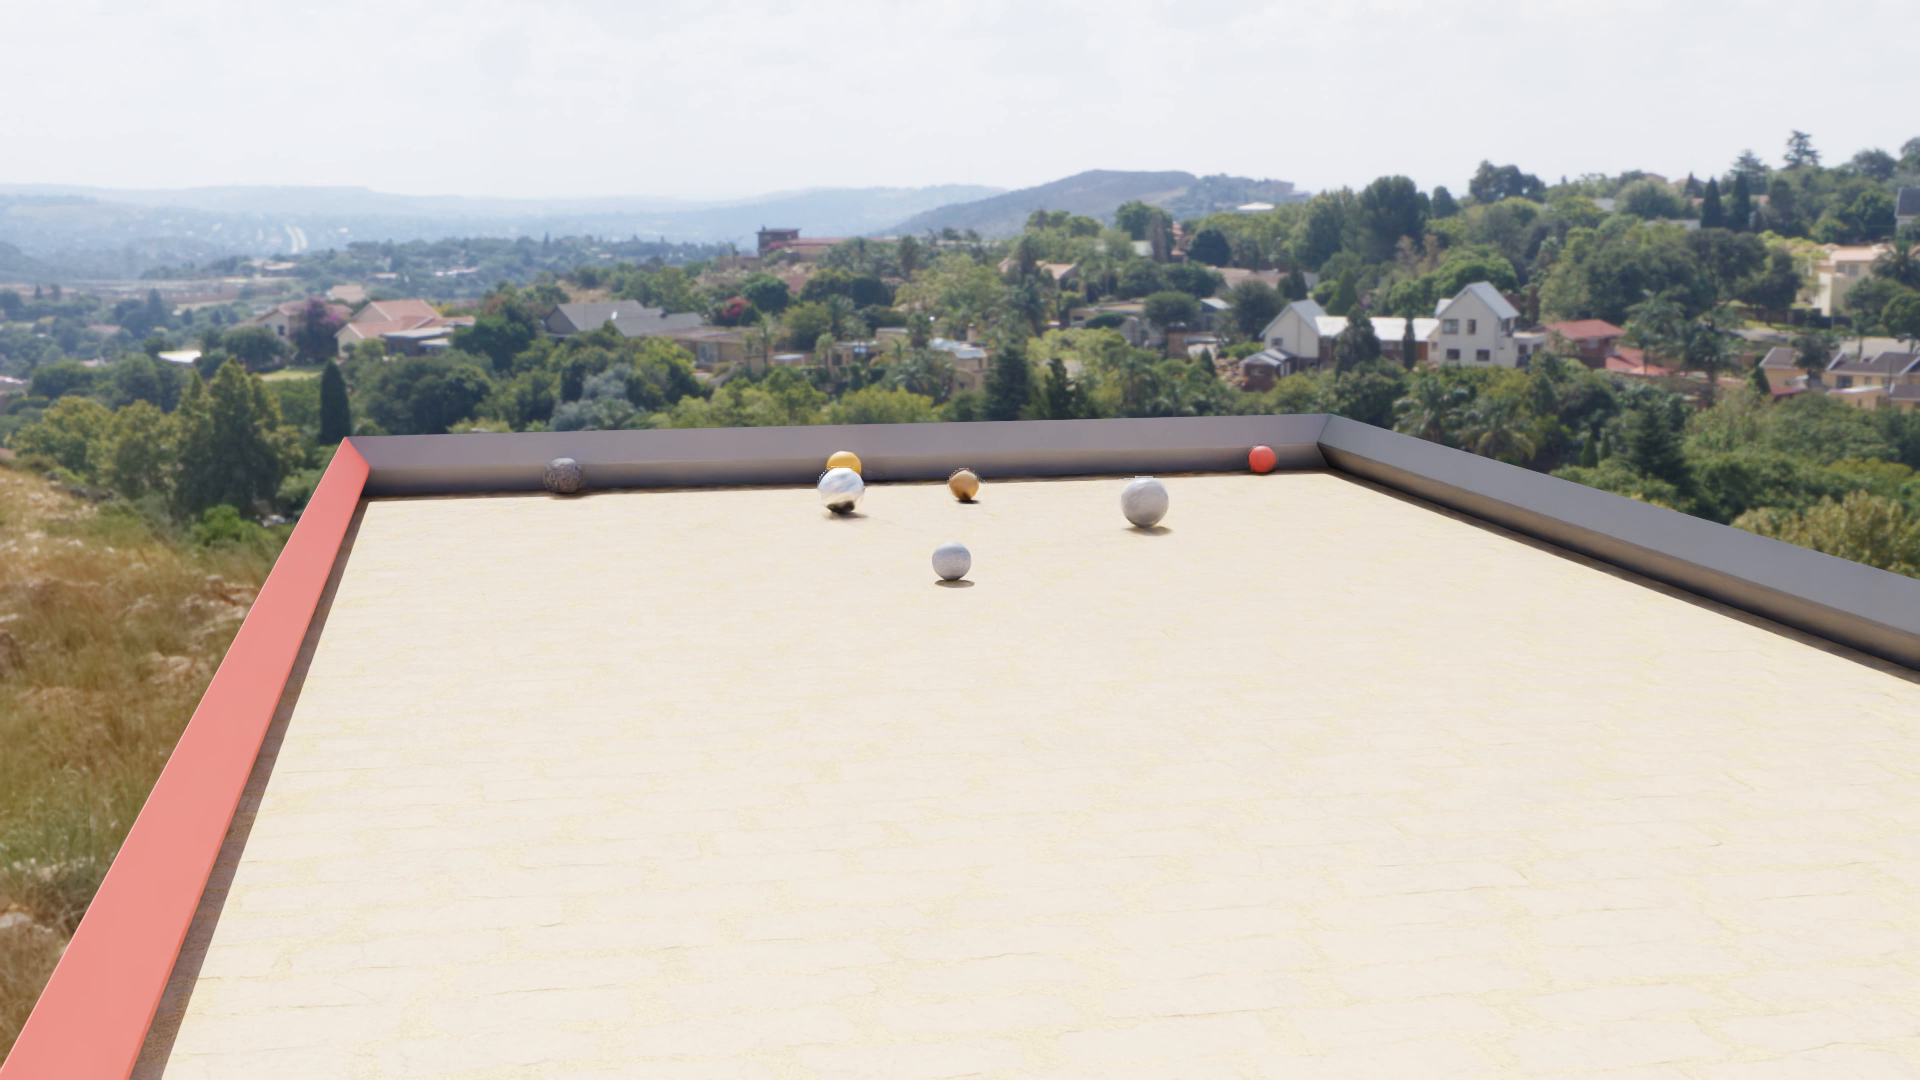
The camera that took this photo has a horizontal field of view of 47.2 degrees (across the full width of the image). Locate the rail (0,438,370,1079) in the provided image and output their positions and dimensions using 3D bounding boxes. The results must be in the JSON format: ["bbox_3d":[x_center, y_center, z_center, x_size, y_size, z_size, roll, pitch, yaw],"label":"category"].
[{"bbox_3d":[-0.717,0.157,2.246,0.045,0.106,3.662,-2,10,-12],"label":"rail"}]

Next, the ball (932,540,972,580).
[{"bbox_3d":[-0.012,0.030,3.167,0.057,0.057,0.057,0,9,0],"label":"ball"}]

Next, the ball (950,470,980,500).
[{"bbox_3d":[0.008,-0.098,3.951,0.053,0.053,0.053,0,9,0],"label":"ball"}]

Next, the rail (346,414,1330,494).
[{"bbox_3d":[-0.185,-0.164,4.180,1.902,0.106,0.045,-2,10,-12],"label":"rail"}]

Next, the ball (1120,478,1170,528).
[{"bbox_3d":[0.306,-0.062,3.646,0.082,0.082,0.082,0,9,0],"label":"ball"}]

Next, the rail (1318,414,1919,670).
[{"bbox_3d":[1.097,0.094,2.626,0.045,0.106,3.662,-2,10,-12],"label":"rail"}]

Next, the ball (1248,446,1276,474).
[{"bbox_3d":[0.593,-0.158,4.310,0.053,0.053,0.053,0,9,0],"label":"ball"}]

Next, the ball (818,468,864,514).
[{"bbox_3d":[-0.205,-0.085,3.793,0.080,0.080,0.080,0,9,0],"label":"ball"}]

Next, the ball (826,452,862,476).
[{"bbox_3d":[-0.217,-0.134,4.126,0.066,0.066,0.066,0,9,0],"label":"ball"}]

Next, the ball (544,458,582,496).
[{"bbox_3d":[-0.723,-0.116,4.013,0.068,0.068,0.068,0,9,0],"label":"ball"}]
